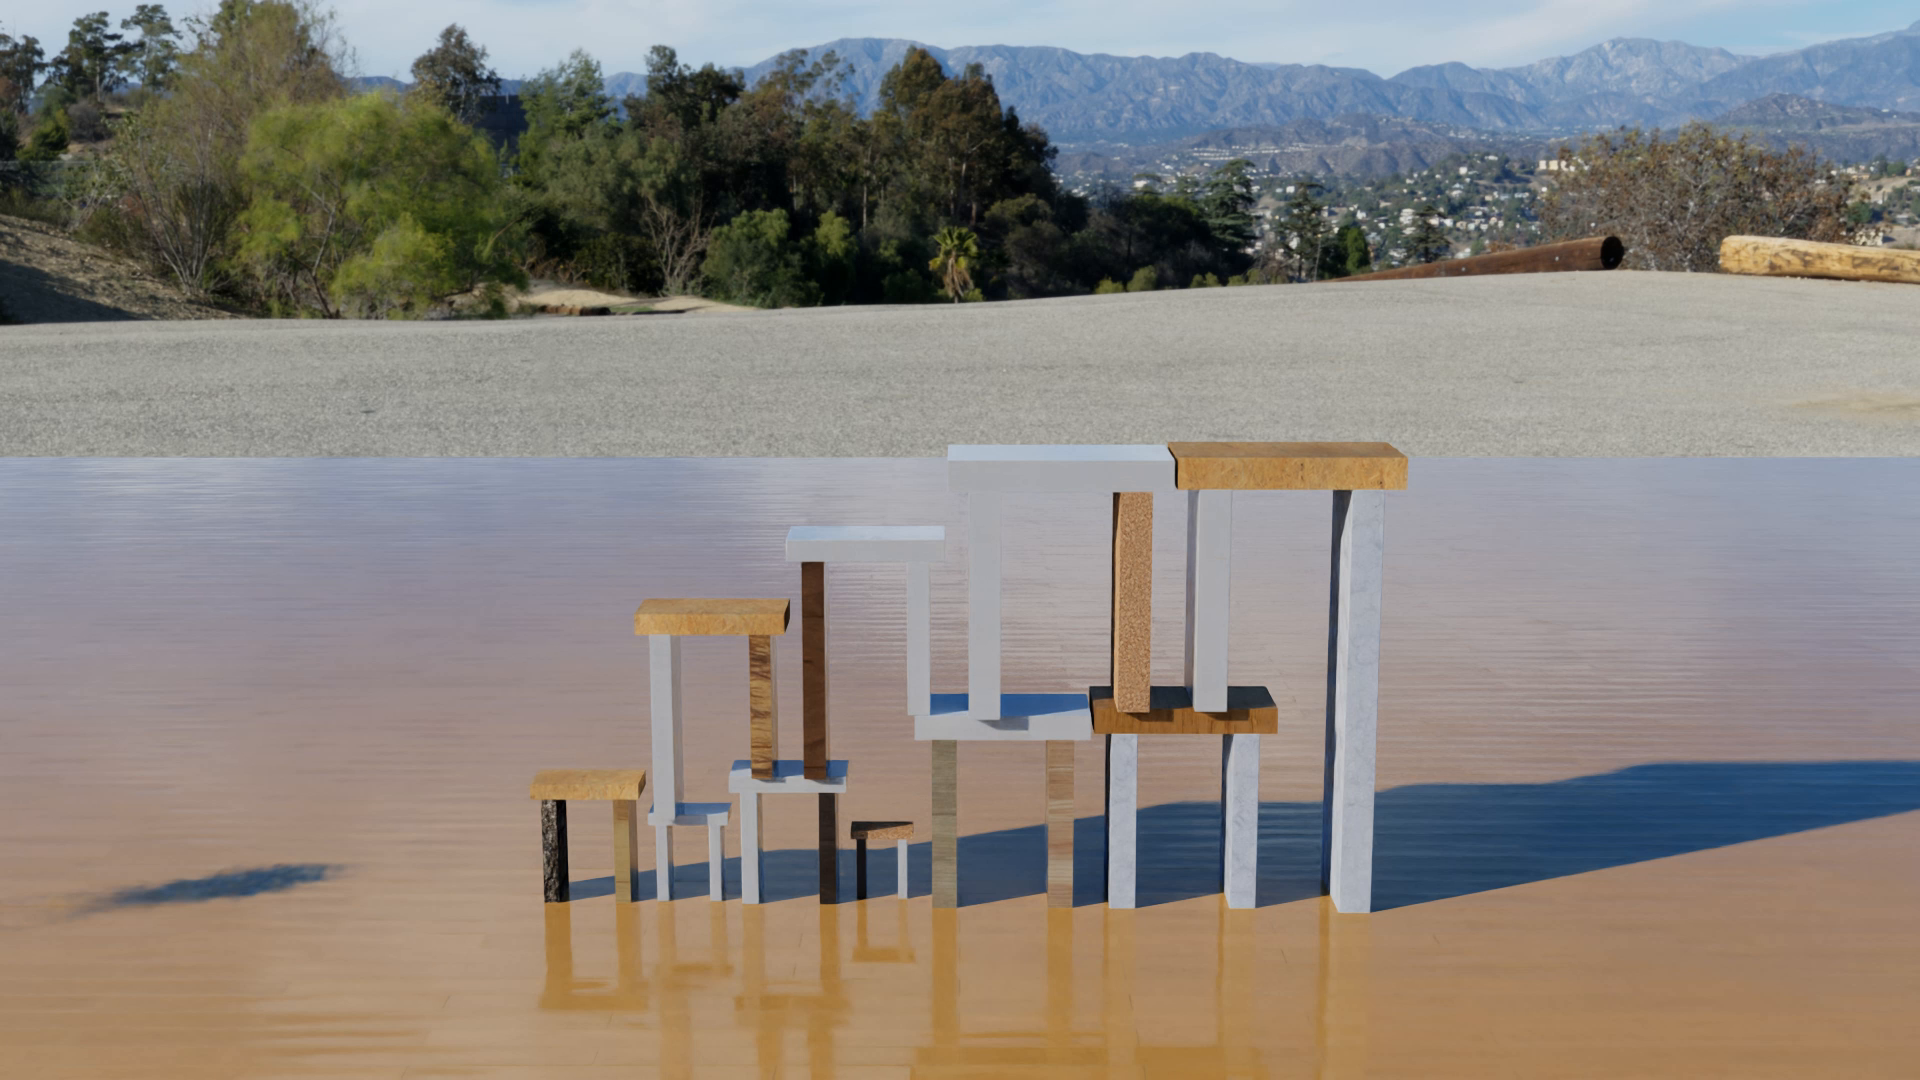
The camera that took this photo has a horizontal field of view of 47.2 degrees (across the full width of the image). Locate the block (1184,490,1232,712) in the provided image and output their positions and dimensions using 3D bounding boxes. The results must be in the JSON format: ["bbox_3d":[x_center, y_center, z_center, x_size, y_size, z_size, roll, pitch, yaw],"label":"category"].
[{"bbox_3d":[0.402,0.082,3.574,0.051,0.360,0.180,0,11,0],"label":"block"}]

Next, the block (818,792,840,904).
[{"bbox_3d":[-0.217,0.497,3.649,0.027,0.191,0.095,0,10,0],"label":"block"}]

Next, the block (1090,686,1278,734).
[{"bbox_3d":[0.364,0.279,3.614,0.295,0.042,0.148,0,11,0],"label":"block"}]

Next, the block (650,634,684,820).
[{"bbox_3d":[-0.481,0.292,3.611,0.034,0.308,0.120,0,11,0],"label":"block"}]

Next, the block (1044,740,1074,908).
[{"bbox_3d":[0.164,0.450,3.645,0.040,0.284,0.142,0,11,0],"label":"block"}]

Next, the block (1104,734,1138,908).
[{"bbox_3d":[0.266,0.444,3.645,0.042,0.295,0.148,0,11,0],"label":"block"}]

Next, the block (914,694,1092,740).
[{"bbox_3d":[0.069,0.290,3.615,0.284,0.040,0.142,0,11,0],"label":"block"}]

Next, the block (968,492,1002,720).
[{"bbox_3d":[0.040,0.090,3.573,0.050,0.369,0.178,0,11,0],"label":"block"}]

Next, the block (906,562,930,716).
[{"bbox_3d":[-0.067,0.147,3.585,0.036,0.252,0.126,0,11,0],"label":"block"}]

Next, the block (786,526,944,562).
[{"bbox_3d":[-0.151,0.006,3.558,0.252,0.036,0.126,0,11,0],"label":"block"}]

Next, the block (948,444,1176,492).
[{"bbox_3d":[0.159,-0.116,3.535,0.356,0.050,0.178,0,11,0],"label":"block"}]

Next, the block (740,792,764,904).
[{"bbox_3d":[-0.345,0.497,3.648,0.027,0.191,0.095,0,11,0],"label":"block"}]

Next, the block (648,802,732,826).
[{"bbox_3d":[-0.447,0.453,3.639,0.130,0.018,0.065,0,11,0],"label":"block"}]

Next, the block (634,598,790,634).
[{"bbox_3d":[-0.401,0.124,3.579,0.239,0.034,0.120,0,11,0],"label":"block"}]

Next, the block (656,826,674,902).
[{"bbox_3d":[-0.490,0.527,3.653,0.018,0.131,0.065,0,11,0],"label":"block"}]

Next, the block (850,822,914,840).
[{"bbox_3d":[-0.129,0.482,3.650,0.103,0.015,0.051,0,11,0],"label":"block"}]

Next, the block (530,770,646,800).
[{"bbox_3d":[-0.614,0.404,3.635,0.176,0.025,0.088,0,11,0],"label":"block"}]

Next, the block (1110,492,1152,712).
[{"bbox_3d":[0.278,0.084,3.572,0.050,0.356,0.178,0,11,0],"label":"block"}]

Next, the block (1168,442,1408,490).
[{"bbox_3d":[0.522,-0.120,3.536,0.360,0.051,0.180,0,11,0],"label":"block"}]

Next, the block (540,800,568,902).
[{"bbox_3d":[-0.673,0.503,3.653,0.025,0.176,0.088,0,11,0],"label":"block"}]

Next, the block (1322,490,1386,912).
[{"bbox_3d":[0.642,0.248,3.604,0.051,0.697,0.180,0,11,0],"label":"block"}]

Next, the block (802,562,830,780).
[{"bbox_3d":[-0.235,0.200,3.594,0.036,0.359,0.126,0,11,0],"label":"block"}]

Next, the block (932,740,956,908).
[{"bbox_3d":[-0.025,0.450,3.645,0.040,0.284,0.142,0,11,0],"label":"block"}]

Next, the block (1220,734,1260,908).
[{"bbox_3d":[0.463,0.444,3.645,0.042,0.295,0.148,0,11,0],"label":"block"}]

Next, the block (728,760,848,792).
[{"bbox_3d":[-0.281,0.390,3.628,0.191,0.027,0.095,0,11,0],"label":"block"}]

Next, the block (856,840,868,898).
[{"bbox_3d":[-0.163,0.539,3.661,0.015,0.103,0.051,0,11,0],"label":"block"}]

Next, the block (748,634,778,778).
[{"bbox_3d":[-0.321,0.259,3.604,0.034,0.239,0.120,0,11,0],"label":"block"}]

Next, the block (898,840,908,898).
[{"bbox_3d":[-0.095,0.539,3.661,0.015,0.103,0.051,0,11,0],"label":"block"}]

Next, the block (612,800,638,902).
[{"bbox_3d":[-0.555,0.503,3.653,0.025,0.176,0.088,0,11,0],"label":"block"}]

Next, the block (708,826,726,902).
[{"bbox_3d":[-0.403,0.527,3.653,0.018,0.131,0.065,0,11,0],"label":"block"}]
